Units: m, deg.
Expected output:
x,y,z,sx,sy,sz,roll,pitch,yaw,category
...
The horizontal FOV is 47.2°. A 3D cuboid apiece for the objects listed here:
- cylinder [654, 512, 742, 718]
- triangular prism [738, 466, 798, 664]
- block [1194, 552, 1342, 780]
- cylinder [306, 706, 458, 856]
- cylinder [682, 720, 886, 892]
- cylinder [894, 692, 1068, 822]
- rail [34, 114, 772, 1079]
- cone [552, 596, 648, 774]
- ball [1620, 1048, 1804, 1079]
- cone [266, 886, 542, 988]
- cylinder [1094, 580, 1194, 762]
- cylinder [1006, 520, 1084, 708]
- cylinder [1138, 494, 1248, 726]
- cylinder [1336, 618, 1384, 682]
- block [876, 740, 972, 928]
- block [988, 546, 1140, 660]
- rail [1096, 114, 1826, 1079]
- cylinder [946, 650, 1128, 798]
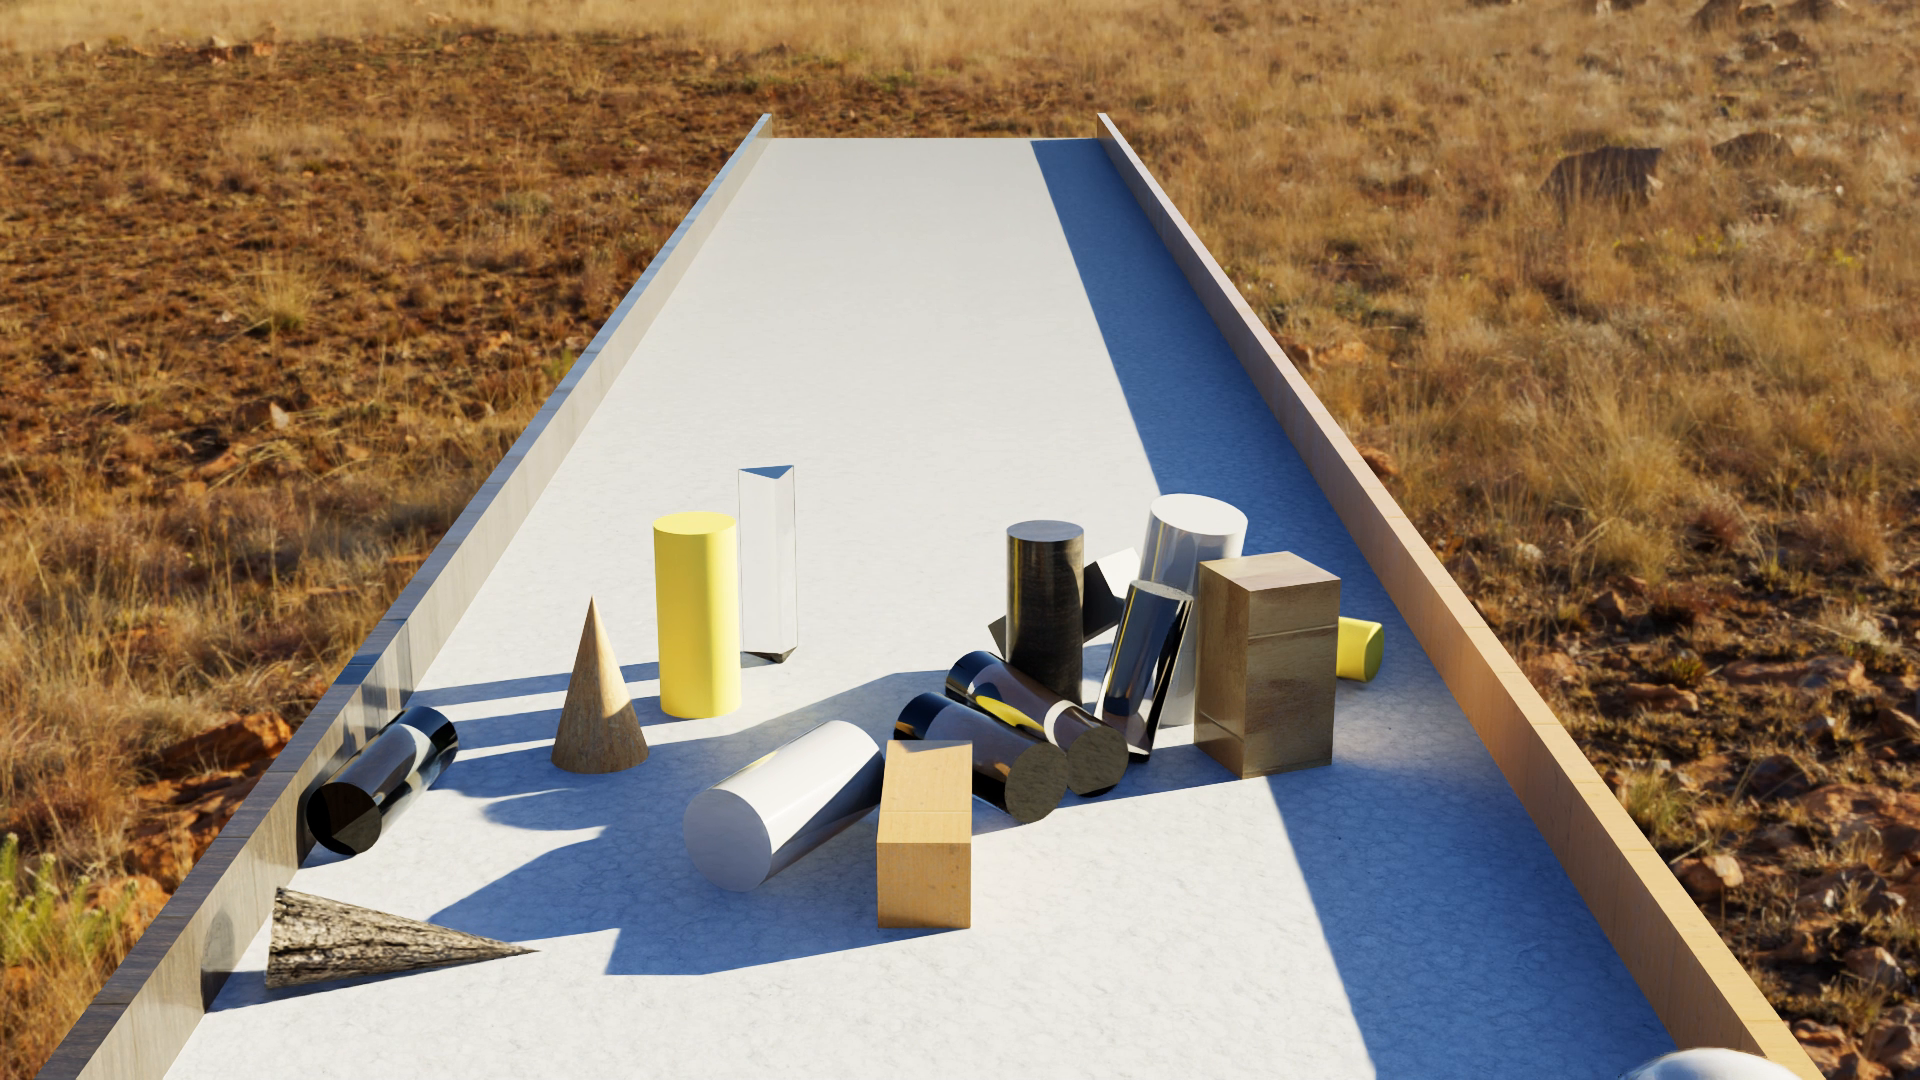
x,y,z,sx,sy,sz,roll,pitch,yaw,category
-0.492,0.140,4.127,0.153,0.359,0.153,0,17,0,cylinder
-0.366,0.043,4.411,0.112,0.382,0.097,15,22,41,triangular prism
0.540,0.218,3.887,0.180,0.345,0.180,-7,18,-21,block
-0.959,0.397,3.671,0.127,0.127,0.341,2,17,8,cylinder
-0.275,0.421,3.516,0.169,0.169,0.331,9,19,29,cylinder
0.033,0.367,3.747,0.139,0.139,0.303,-13,21,-37,cylinder
-1.118,-0.838,7.780,0.050,0.150,12.000,0,17,-1,rail
-0.643,0.239,3.890,0.174,0.304,0.174,0,17,0,cone
0.810,0.698,2.345,0.305,0.305,0.305,0,17,0,ball
-0.791,0.580,3.155,0.381,0.142,0.142,6,14,-17,cone
0.317,0.232,3.884,0.116,0.301,0.116,14,10,-3,cylinder
0.159,0.148,4.119,0.145,0.346,0.145,0,16,0,cylinder
0.407,0.129,4.065,0.178,0.389,0.178,7,24,-3,cylinder
0.610,0.188,4.393,0.453,0.116,0.116,9,19,29,cylinder
-0.051,0.455,3.454,0.139,0.139,0.405,0,17,0,block
0.217,0.142,4.254,0.115,0.115,0.326,-18,-11,-46,block
0.932,-0.844,7.801,0.050,0.150,12.000,0,17,-1,rail
0.131,0.322,3.919,0.129,0.129,0.435,-9,19,-26,cylinder
